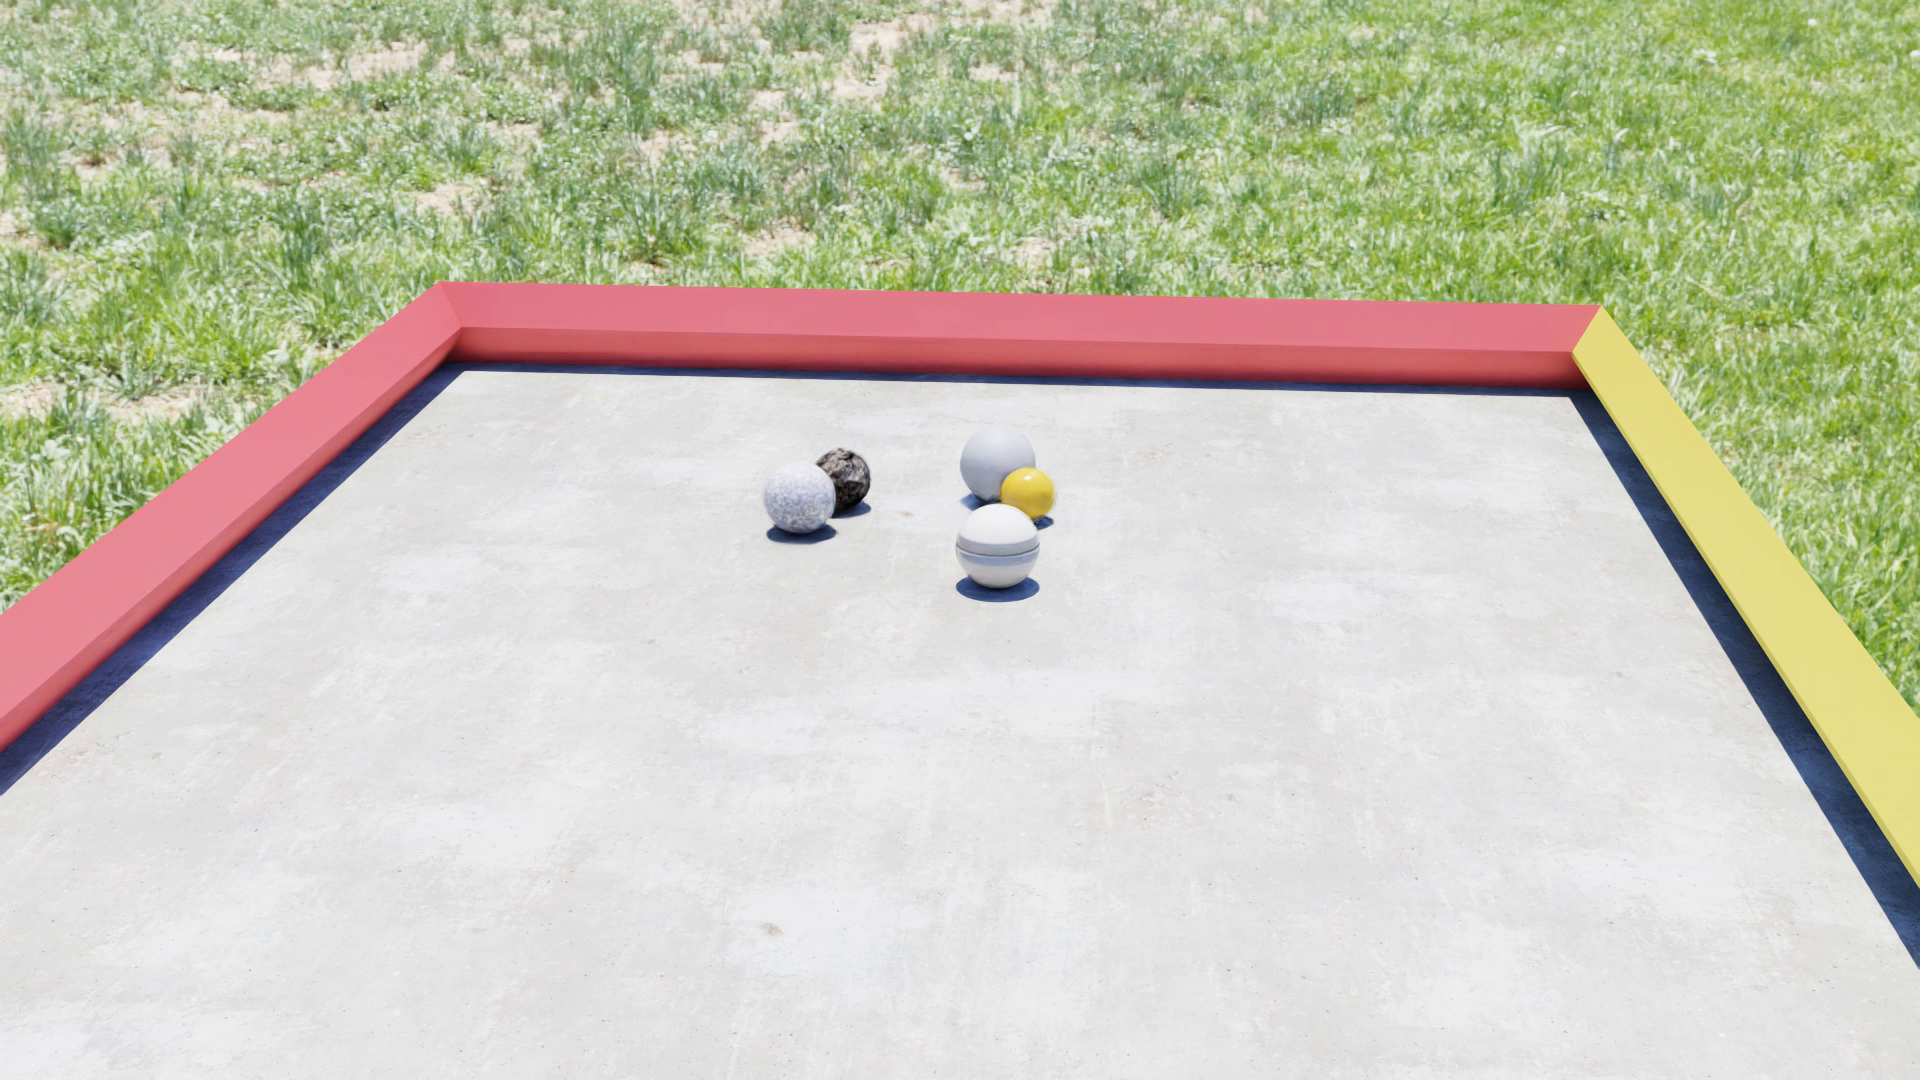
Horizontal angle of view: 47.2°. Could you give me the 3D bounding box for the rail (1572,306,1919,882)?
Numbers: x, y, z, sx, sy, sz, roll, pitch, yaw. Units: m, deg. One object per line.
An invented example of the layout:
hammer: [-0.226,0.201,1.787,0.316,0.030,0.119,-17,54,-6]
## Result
rail: [0.762,0.286,1.650,0.045,0.123,3.298,2,20,5]

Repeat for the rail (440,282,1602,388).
rail: [0.069,-0.297,3.237,1.718,0.123,0.045,2,20,5]

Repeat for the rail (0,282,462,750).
rail: [-0.903,0.236,1.785,0.045,0.123,3.298,2,20,5]

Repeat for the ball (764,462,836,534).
ball: [-0.191,-0.050,2.622,0.086,0.086,0.086,0,20,0]

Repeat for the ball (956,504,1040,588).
ball: [0.042,0.007,2.453,0.095,0.095,0.095,0,20,0]

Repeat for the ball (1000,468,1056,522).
ball: [0.082,-0.055,2.662,0.067,0.067,0.067,0,20,0]

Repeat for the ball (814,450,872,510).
ball: [-0.146,-0.075,2.706,0.074,0.074,0.074,0,20,0]

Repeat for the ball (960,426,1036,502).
ball: [0.048,-0.094,2.727,0.095,0.095,0.095,0,20,0]
